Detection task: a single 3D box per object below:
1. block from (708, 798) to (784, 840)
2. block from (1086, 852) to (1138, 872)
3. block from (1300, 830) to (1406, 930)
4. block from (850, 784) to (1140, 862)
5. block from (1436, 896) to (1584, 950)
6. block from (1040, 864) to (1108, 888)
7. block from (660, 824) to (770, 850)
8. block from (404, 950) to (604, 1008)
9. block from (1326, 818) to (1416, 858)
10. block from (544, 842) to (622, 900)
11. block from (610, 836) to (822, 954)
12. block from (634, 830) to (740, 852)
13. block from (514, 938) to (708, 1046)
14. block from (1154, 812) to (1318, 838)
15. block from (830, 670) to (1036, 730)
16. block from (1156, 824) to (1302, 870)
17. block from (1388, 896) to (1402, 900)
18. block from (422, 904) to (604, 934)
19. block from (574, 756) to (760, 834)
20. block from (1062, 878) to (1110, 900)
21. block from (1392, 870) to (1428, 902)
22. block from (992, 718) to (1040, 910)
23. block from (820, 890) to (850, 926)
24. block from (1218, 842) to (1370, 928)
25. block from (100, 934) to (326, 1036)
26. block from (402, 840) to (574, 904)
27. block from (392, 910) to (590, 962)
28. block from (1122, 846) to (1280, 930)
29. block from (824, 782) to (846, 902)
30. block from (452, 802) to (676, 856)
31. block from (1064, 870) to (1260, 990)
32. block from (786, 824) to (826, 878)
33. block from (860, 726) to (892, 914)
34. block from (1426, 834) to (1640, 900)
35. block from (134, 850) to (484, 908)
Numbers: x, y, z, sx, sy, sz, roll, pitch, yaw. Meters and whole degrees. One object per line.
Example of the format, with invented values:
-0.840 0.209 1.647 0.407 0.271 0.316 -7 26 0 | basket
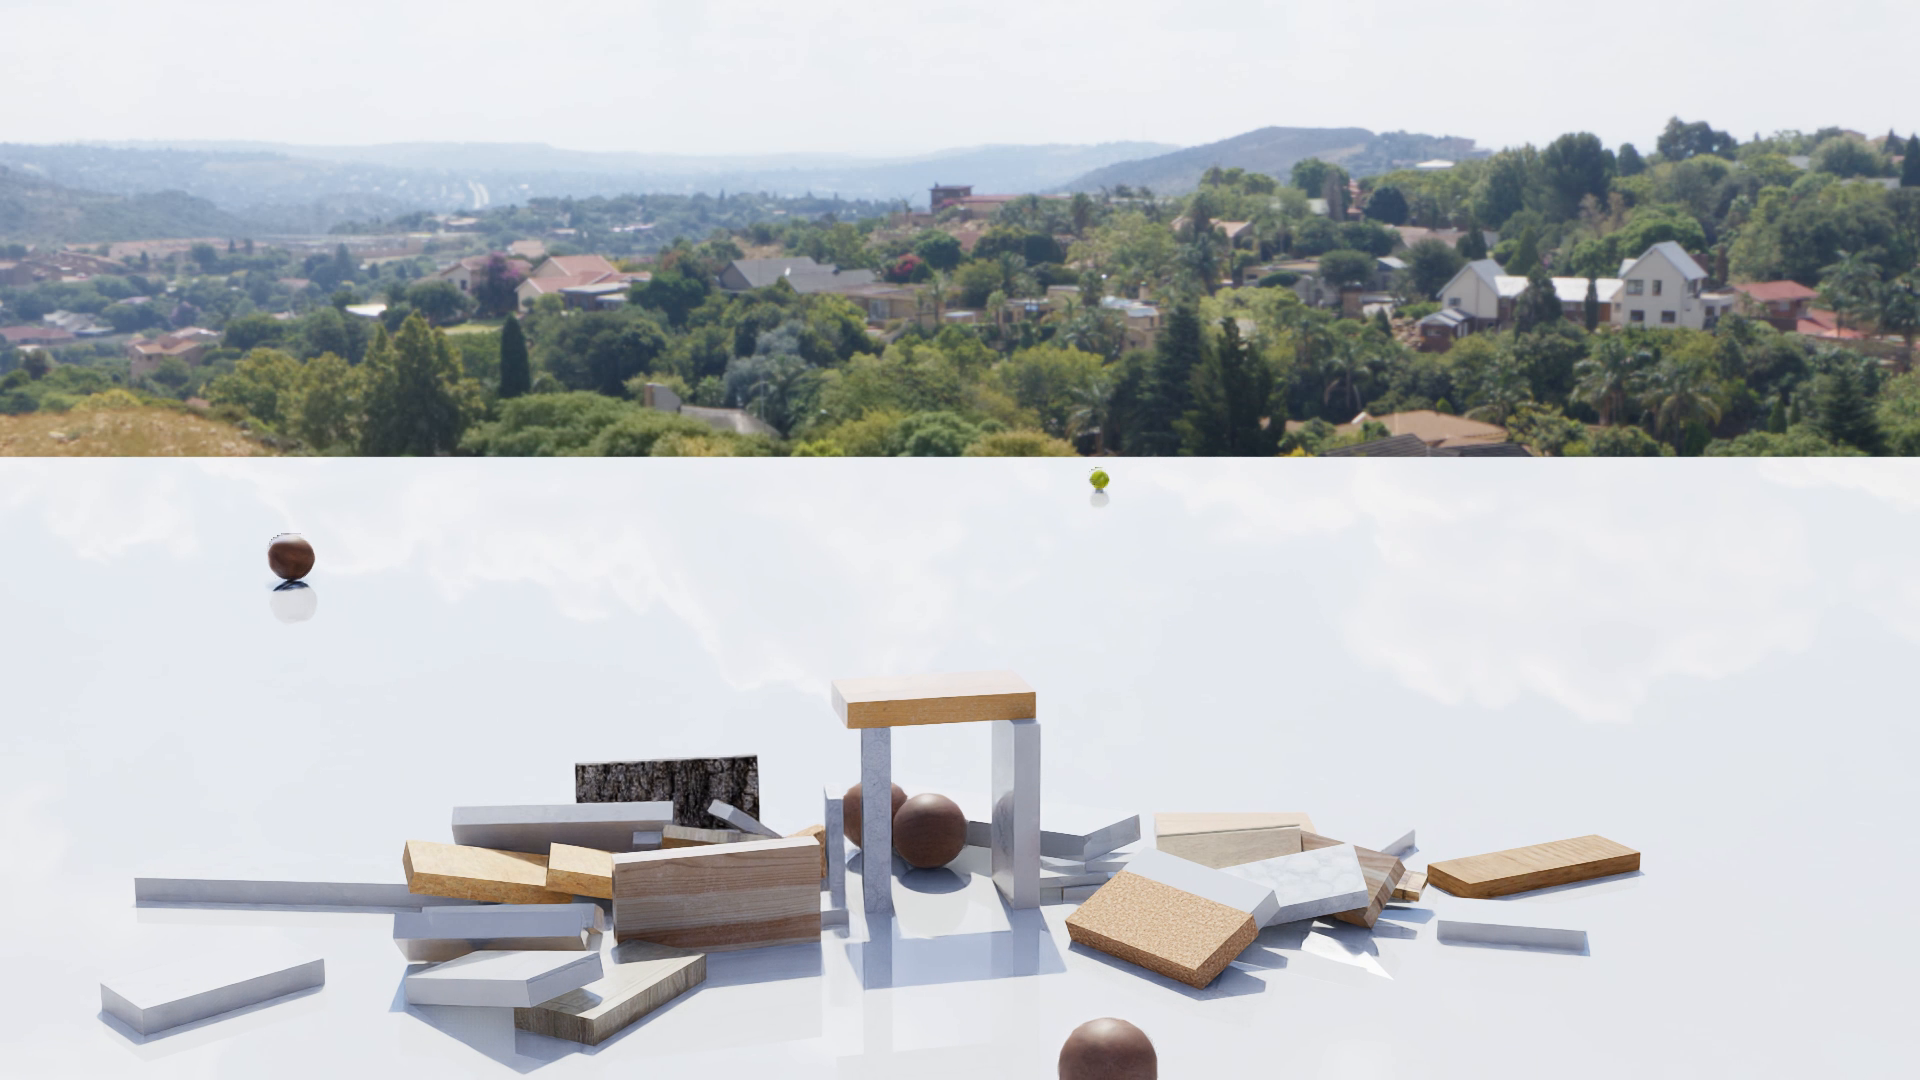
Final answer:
-0.340 0.503 3.762 0.177 0.025 0.089 36 -14 -25 | block
0.272 0.541 3.698 0.121 0.017 0.060 1 7 5 | block
0.598 0.549 3.603 0.238 0.034 0.119 11 56 45 | block
0.055 0.498 3.897 0.536 0.045 0.159 2 9 41 | block
0.872 0.607 3.489 0.223 0.032 0.112 2 11 12 | block
0.180 0.561 3.678 0.121 0.017 0.060 -2 7 -15 | block
-0.414 0.526 3.699 0.179 0.090 0.025 8 44 -9 | block
-0.659 0.631 3.172 0.275 0.039 0.137 -8 3 39 | block
0.701 0.539 3.853 0.112 0.032 0.223 7 13 34 | block
-0.547 0.555 3.617 0.260 0.037 0.130 10 9 -10 | block
-0.377 0.556 3.414 0.319 0.159 0.045 -3 11 -17 | block
-0.463 0.532 3.742 0.179 0.090 0.025 -1 45 -4 | block
-0.506 0.656 3.207 0.140 0.040 0.279 5 12 27 | block
0.489 0.525 3.914 0.276 0.039 0.138 0 11 0 | block
-0.045 0.261 3.616 0.311 0.044 0.156 -2 11 -13 | block
0.445 0.534 3.628 0.238 0.034 0.119 -6 43 11 | block
0.685 0.581 3.670 0.127 0.018 0.063 0 11 3 | block
-0.693 0.592 3.422 0.260 0.037 0.130 -1 -14 -3 | block
-0.515 0.468 3.874 0.319 0.159 0.045 -2 -2 -10 | block
0.231 0.581 3.668 0.121 0.017 0.060 0 11 -1 | block
0.698 0.559 3.609 0.127 0.018 0.063 8 24 23 | block
0.092 0.436 3.643 0.044 0.311 0.156 -2 11 -12 | block
-0.275 0.600 3.545 0.177 0.025 0.089 -3 11 -17 | block
0.523 0.557 3.512 0.238 0.034 0.119 -12 30 4 | block
-1.096 0.651 3.233 0.279 0.040 0.140 -10 15 -43 | block
-0.773 0.547 3.599 0.260 0.037 0.130 10 12 -22 | block
-0.703 0.598 3.315 0.275 0.039 0.137 0 -25 -4 | block
0.355 0.576 3.485 0.138 0.039 0.276 -38 31 -30 | block
-0.207 0.502 3.649 0.025 0.179 0.090 -2 11 -7 | block
-0.670 0.507 3.745 0.367 0.137 0.039 -1 45 -4 | block
0.308 0.597 3.385 0.138 0.039 0.276 -36 30 -32 | block
-0.284 0.542 3.679 0.025 0.089 0.177 11 15 32 | block
-0.139 0.440 3.624 0.044 0.311 0.156 -1 11 -4 | block
0.981 0.558 3.754 0.368 0.032 0.112 -5 12 -26 | block
-1.071 0.568 3.681 0.576 0.040 0.139 1 11 4 | block
